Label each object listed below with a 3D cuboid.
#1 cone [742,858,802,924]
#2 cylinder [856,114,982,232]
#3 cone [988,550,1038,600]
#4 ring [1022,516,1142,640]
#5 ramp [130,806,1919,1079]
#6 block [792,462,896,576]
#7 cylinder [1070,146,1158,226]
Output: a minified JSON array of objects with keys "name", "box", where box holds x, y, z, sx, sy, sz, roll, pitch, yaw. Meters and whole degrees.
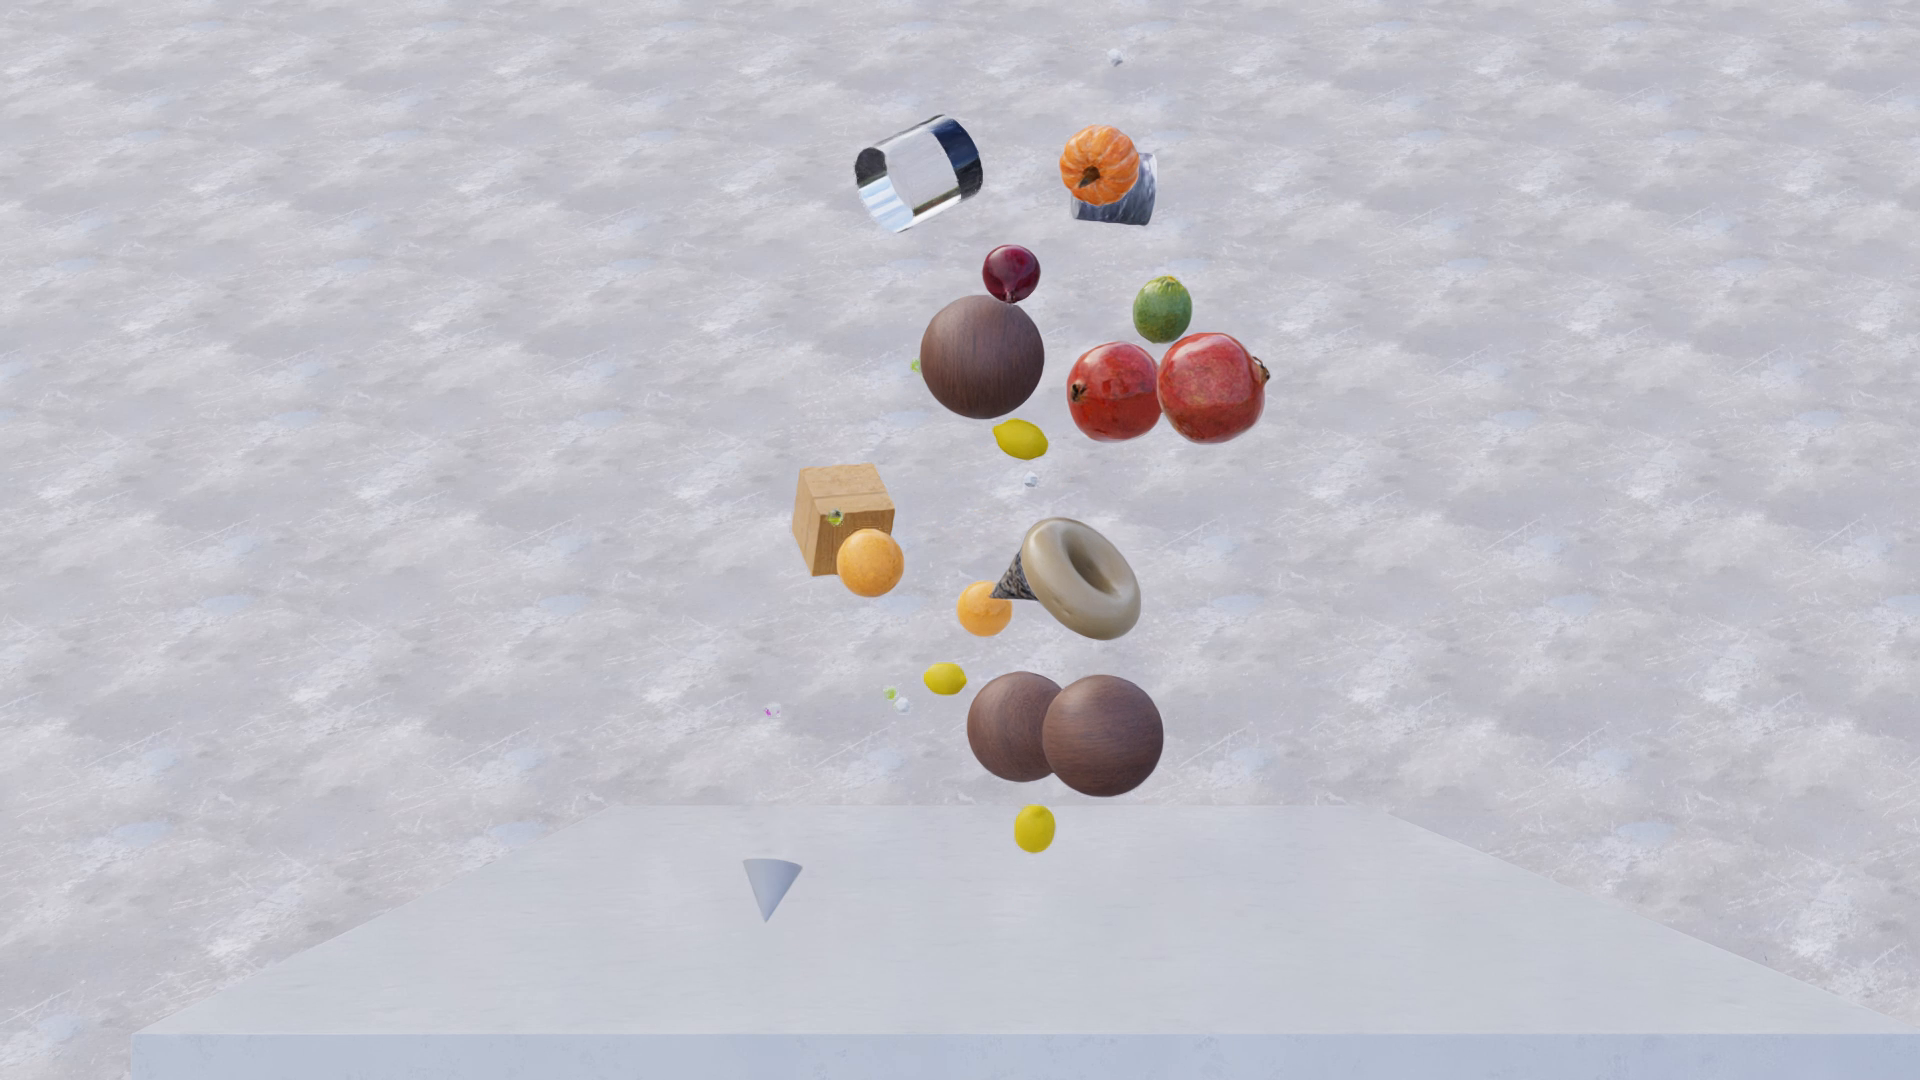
[{"name":"cone","box":[-0.234,0.434,3.184,0.074,0.074,0.074,4,71,6]},{"name":"cylinder","box":[-0.045,-0.405,2.872,0.100,0.100,0.100,-30,46,-29]},{"name":"cone","box":[0.058,0.054,3.002,0.064,0.064,0.064,-28,27,27]},{"name":"ring","box":[0.126,0.040,2.695,0.148,0.049,0.148,31,33,-23]},{"name":"ramp","box":[0.079,0.676,4.884,2.000,0.100,4.000,0,-2,0]},{"name":"block","box":[-0.132,-0.023,2.931,0.087,0.087,0.087,-5,39,-19]},{"name":"cylinder","box":[0.169,-0.389,2.857,0.079,0.079,0.079,4,35,-8]}]
